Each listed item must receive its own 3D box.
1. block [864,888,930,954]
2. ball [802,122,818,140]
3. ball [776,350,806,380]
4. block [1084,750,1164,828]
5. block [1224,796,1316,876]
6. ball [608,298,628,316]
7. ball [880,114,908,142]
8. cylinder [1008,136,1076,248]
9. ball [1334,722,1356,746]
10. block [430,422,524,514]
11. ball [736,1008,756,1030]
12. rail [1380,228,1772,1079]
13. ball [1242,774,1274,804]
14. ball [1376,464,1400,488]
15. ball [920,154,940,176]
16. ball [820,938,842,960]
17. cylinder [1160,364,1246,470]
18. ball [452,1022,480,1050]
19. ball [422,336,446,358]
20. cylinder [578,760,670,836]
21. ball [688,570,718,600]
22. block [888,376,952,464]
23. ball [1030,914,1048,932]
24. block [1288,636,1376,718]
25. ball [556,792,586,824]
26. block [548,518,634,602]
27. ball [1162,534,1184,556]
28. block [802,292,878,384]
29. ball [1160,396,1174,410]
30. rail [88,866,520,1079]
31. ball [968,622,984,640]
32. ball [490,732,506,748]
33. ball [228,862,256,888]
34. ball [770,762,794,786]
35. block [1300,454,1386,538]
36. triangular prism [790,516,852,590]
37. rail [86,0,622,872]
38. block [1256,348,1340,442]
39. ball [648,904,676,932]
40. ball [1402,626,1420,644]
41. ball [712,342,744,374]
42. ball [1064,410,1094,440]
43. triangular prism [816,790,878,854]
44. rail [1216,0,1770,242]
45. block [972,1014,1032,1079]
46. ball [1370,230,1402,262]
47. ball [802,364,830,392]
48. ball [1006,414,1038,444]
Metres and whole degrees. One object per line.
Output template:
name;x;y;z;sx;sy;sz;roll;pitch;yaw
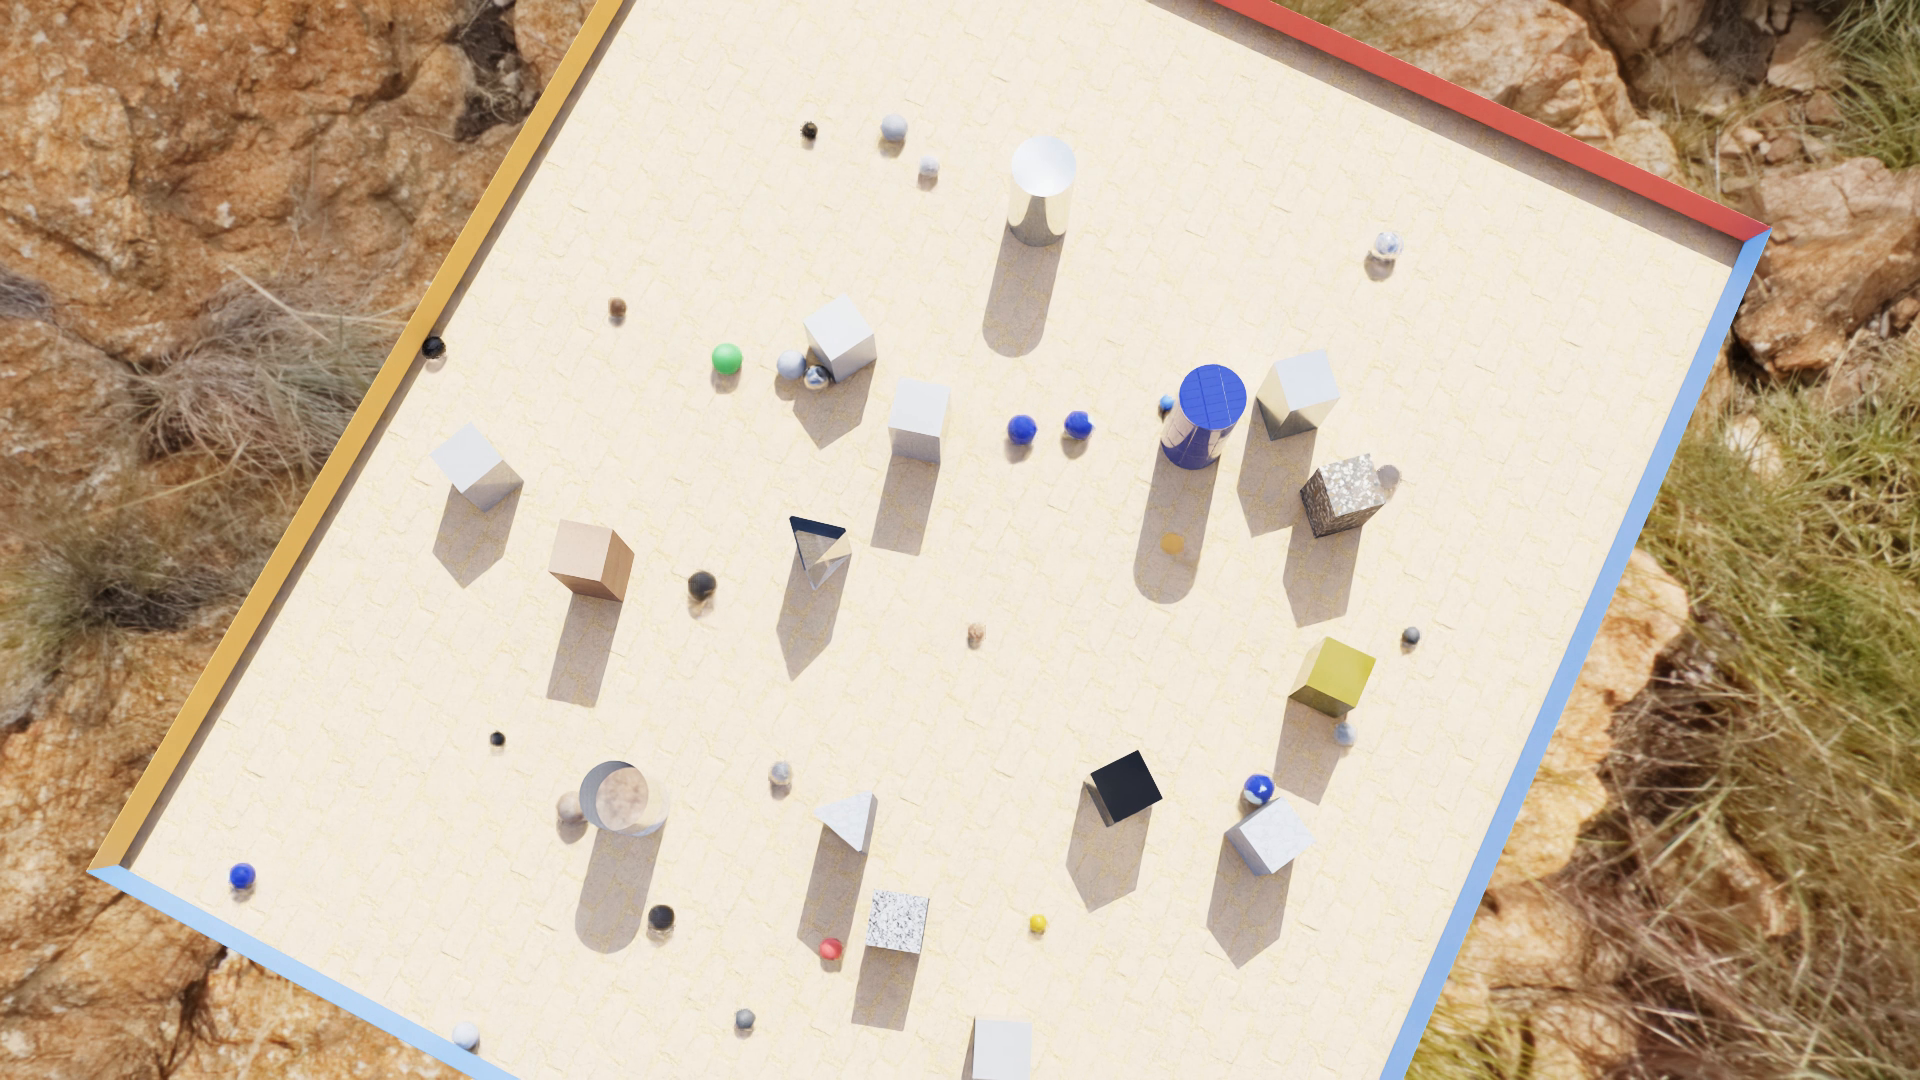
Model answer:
block;-0.178;1.093;5.258;0.155;0.258;0.155;9;78;2
ball;-0.480;-1.309;5.860;0.053;0.053;0.053;0;78;0
ball;-0.523;-0.543;5.681;0.093;0.093;0.093;0;78;0
block;0.471;0.725;5.322;0.155;0.284;0.155;-26;79;-5
block;0.890;0.856;5.283;0.155;0.307;0.155;-35;80;-7
ball;-1.071;-0.729;5.738;0.057;0.057;0.057;0;78;0
ball;-0.210;-1.316;5.845;0.087;0.087;0.087;0;78;0
cylinder;0.248;-1.065;5.625;0.194;0.416;0.194;0;78;0
ball;1.148;0.577;5.462;0.068;0.068;0.068;0;78;0
block;-1.453;-0.216;5.522;0.155;0.272;0.155;-41;81;-8
ball;-0.621;1.385;5.300;0.058;0.058;0.058;0;78;0
rail;1.604;0.792;5.387;0.045;0.126;4.016;26;80;5
ball;0.882;0.737;5.418;0.090;0.090;0.090;0;78;0
ball;1.313;-0.196;5.620;0.073;0.073;0.073;0;78;0
ball;-0.096;-1.191;5.828;0.069;0.069;0.069;0;78;0
ball;-0.374;1.191;5.337;0.064;0.064;0.064;0;78;0
cylinder;0.720;-0.359;5.446;0.194;0.479;0.194;0;78;0
ball;-1.424;1.427;5.282;0.077;0.077;0.077;0;78;0
ball;-1.636;-0.600;5.704;0.072;0.072;0.072;0;78;0
cylinder;-0.959;0.747;5.265;0.194;0.385;0.194;0;78;0
ball;-0.779;0.138;5.542;0.091;0.091;0.091;0;78;0
block;-0.119;-0.356;5.522;0.155;0.330;0.155;12;79;2
ball;0.228;1.120;5.358;0.053;0.053;0.053;0;78;0
block;1.090;0.406;5.381;0.155;0.296;0.155;25;79;5
ball;-1.141;0.789;5.404;0.096;0.096;0.096;0;78;0
block;-1.086;0.065;5.416;0.155;0.366;0.155;11;79;2
ball;0.650;0.013;5.580;0.067;0.067;0.067;0;78;0
block;-0.366;-0.615;5.619;0.155;0.245;0.155;-34;80;-7
ball;0.641;-0.426;5.681;0.046;0.046;0.046;0;78;0
rail;-0.888;1.745;5.190;3.634;0.126;0.045;26;80;5
ball;0.049;0.275;5.533;0.051;0.051;0.051;0;78;0
ball;-1.380;0.595;5.469;0.048;0.048;0.048;0;78;0
ball;-2.104;0.983;5.374;0.077;0.077;0.077;0;78;0
ball;-0.528;0.693;5.437;0.071;0.071;0.071;0;78;0
block;1.141;-0.129;5.481;0.155;0.317;0.155;-15;79;-3
triangular prism;-0.440;0.013;5.452;0.145;0.316;0.168;43;81;8
rail;-1.604;-0.779;5.712;0.045;0.126;4.016;26;80;5
block;1.016;-0.434;5.529;0.155;0.347;0.155;-16;79;-3
ball;-0.871;1.102;5.347;0.080;0.080;0.080;0;78;0
ball;1.363;0.288;5.530;0.053;0.053;0.053;0;78;0
ball;-0.722;-0.564;5.684;0.097;0.097;0.097;0;78;0
ball;0.366;-0.355;5.643;0.092;0.092;0.092;0;78;0
triangular prism;-0.293;0.788;5.257;0.168;0.384;0.145;40;81;8
rail;0.888;-1.732;5.910;3.634;0.126;0.045;26;80;5
block;0.116;1.426;5.158;0.155;0.321;0.155;3;78;1
ball;1.338;-0.925;5.759;0.097;0.097;0.097;0;78;0
ball;-0.443;-0.501;5.676;0.086;0.086;0.086;0;78;0
ball;0.190;-0.341;5.639;0.095;0.095;0.095;0;78;0
